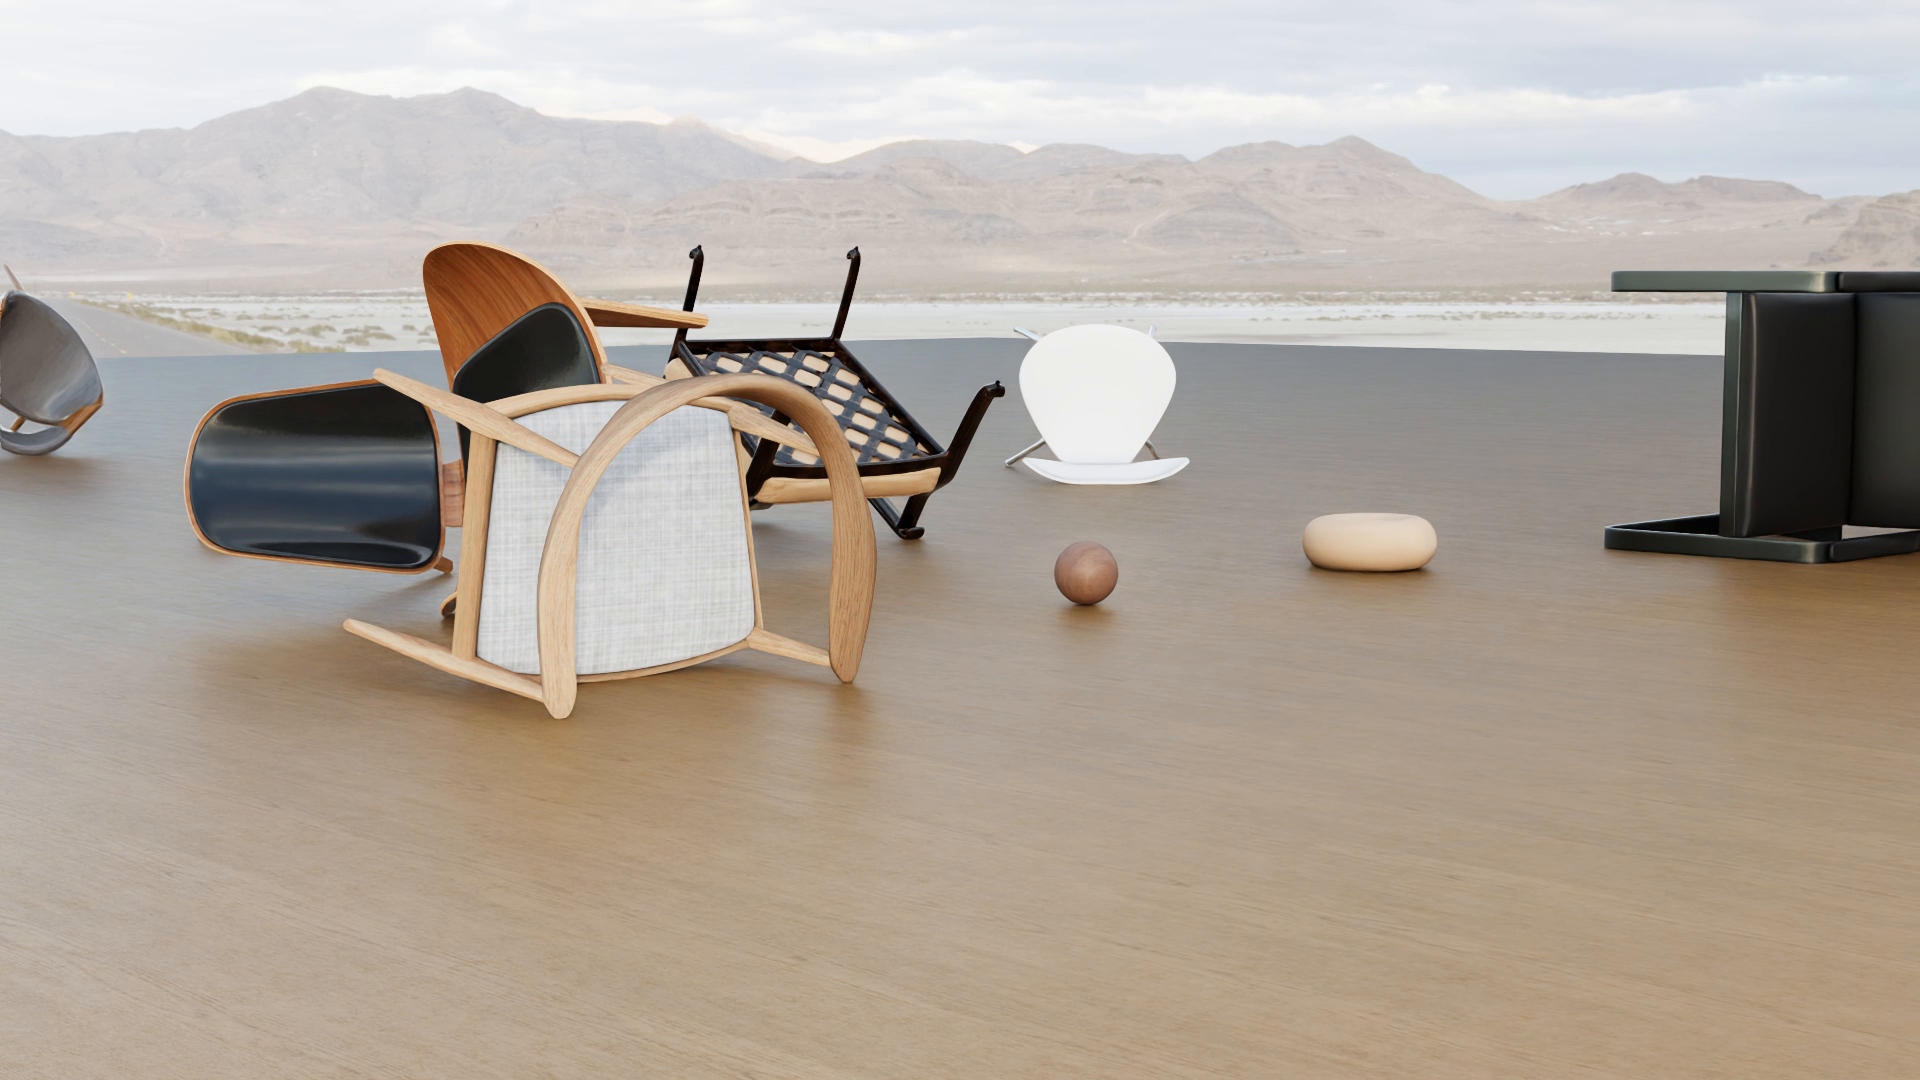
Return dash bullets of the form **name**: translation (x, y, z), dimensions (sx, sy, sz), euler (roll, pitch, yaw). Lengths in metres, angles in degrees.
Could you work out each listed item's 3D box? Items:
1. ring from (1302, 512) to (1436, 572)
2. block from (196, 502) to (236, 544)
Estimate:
- **ring**: translation (0.929, 0.004, 5.824), dimensions (0.288, 0.114, 0.333), euler (-4, 6, -25)
- **block**: translation (-1.847, -0.044, 6.372), dimensions (0.066, 0.095, 0.075), euler (-5, 8, -41)
